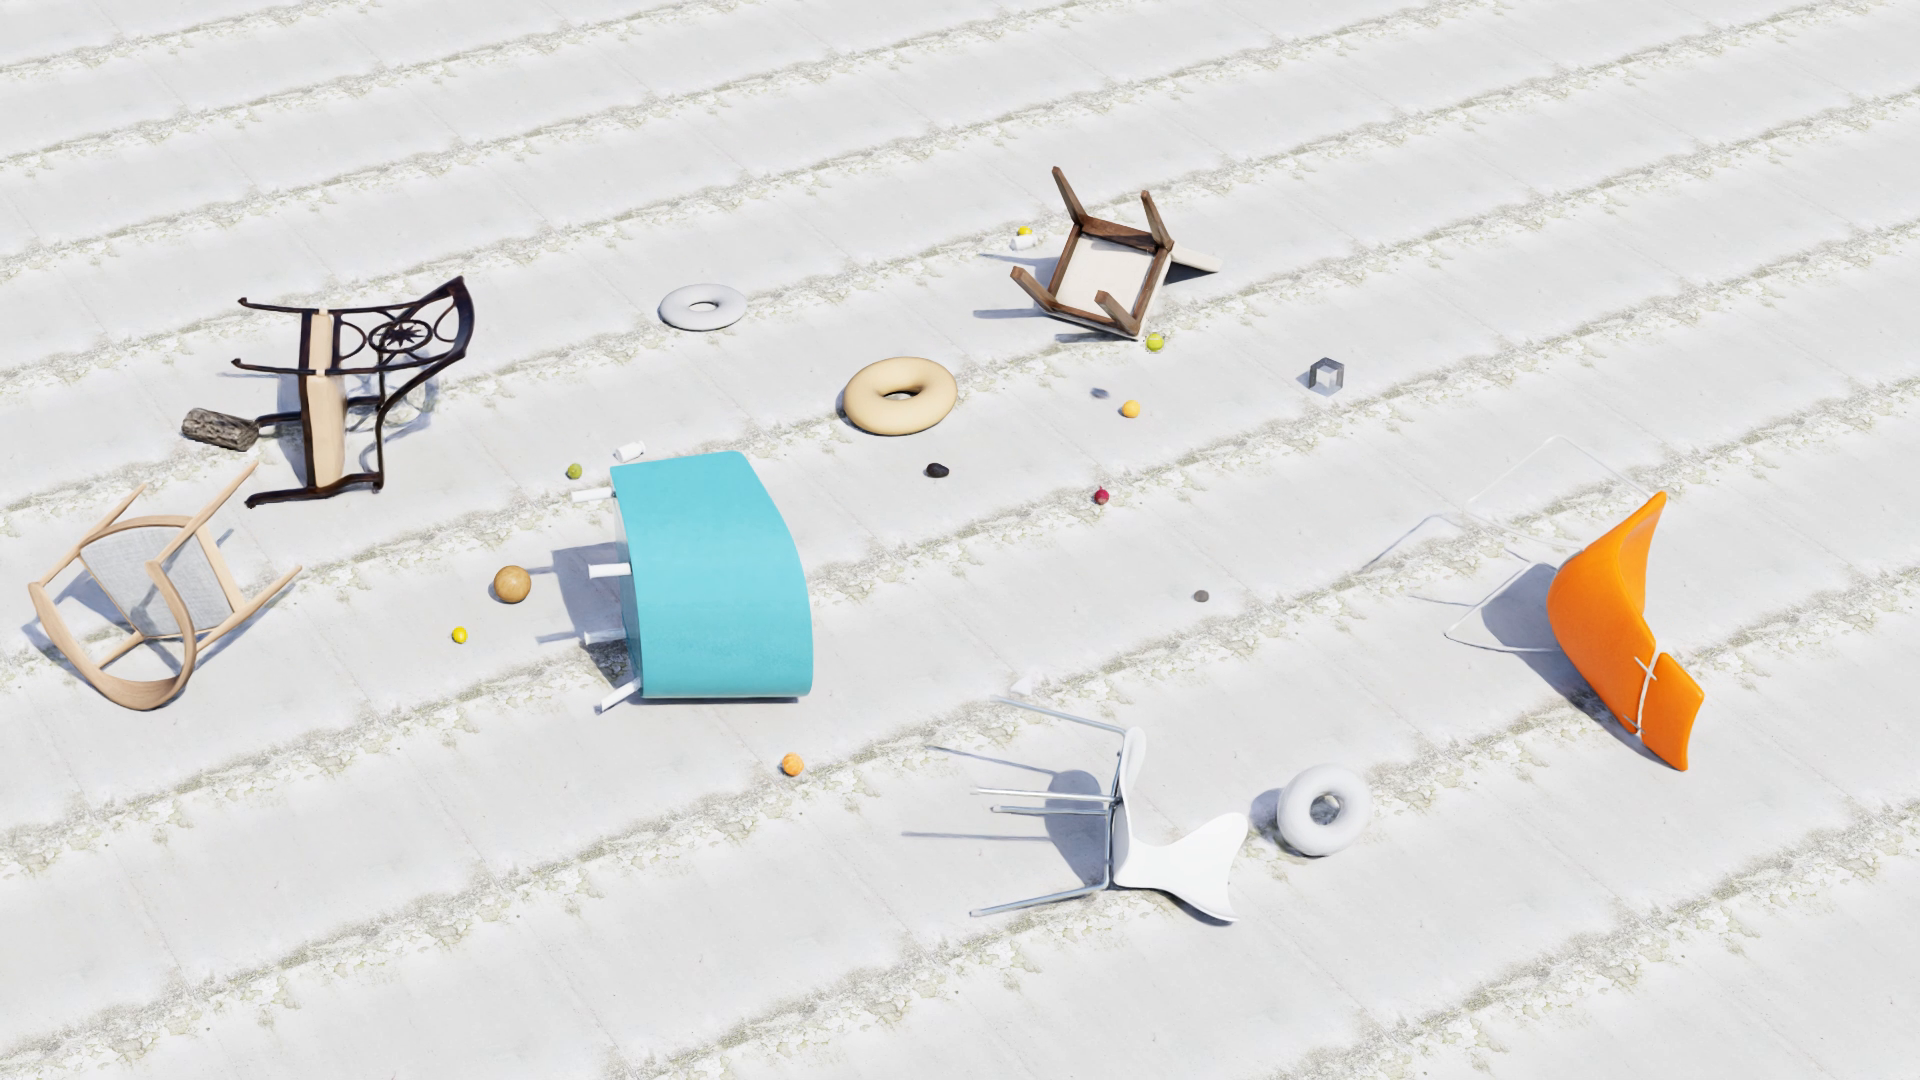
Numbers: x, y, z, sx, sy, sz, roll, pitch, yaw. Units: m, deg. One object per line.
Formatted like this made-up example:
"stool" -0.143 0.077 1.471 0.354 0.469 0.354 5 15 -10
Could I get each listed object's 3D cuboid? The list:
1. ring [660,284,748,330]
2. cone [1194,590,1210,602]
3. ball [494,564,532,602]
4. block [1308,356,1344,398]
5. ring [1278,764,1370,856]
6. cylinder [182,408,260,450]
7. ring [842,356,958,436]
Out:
"ring" -1.084 -0.986 12.389 0.373 0.059 0.378 17 37 25
"cone" 0.877 0.204 10.618 0.057 0.046 0.035 7 0 8
"ball" -1.615 0.158 10.580 0.136 0.136 0.136 0 33 0
"block" 1.480 -0.658 11.843 0.097 0.110 0.101 26 42 34
"ring" 1.166 0.865 9.390 0.316 0.282 0.146 -37 0 -7
"cylinder" -2.901 -0.437 11.507 0.261 0.111 0.144 13 30 19
"ring" -0.238 -0.578 11.705 0.443 0.129 0.514 18 38 23
